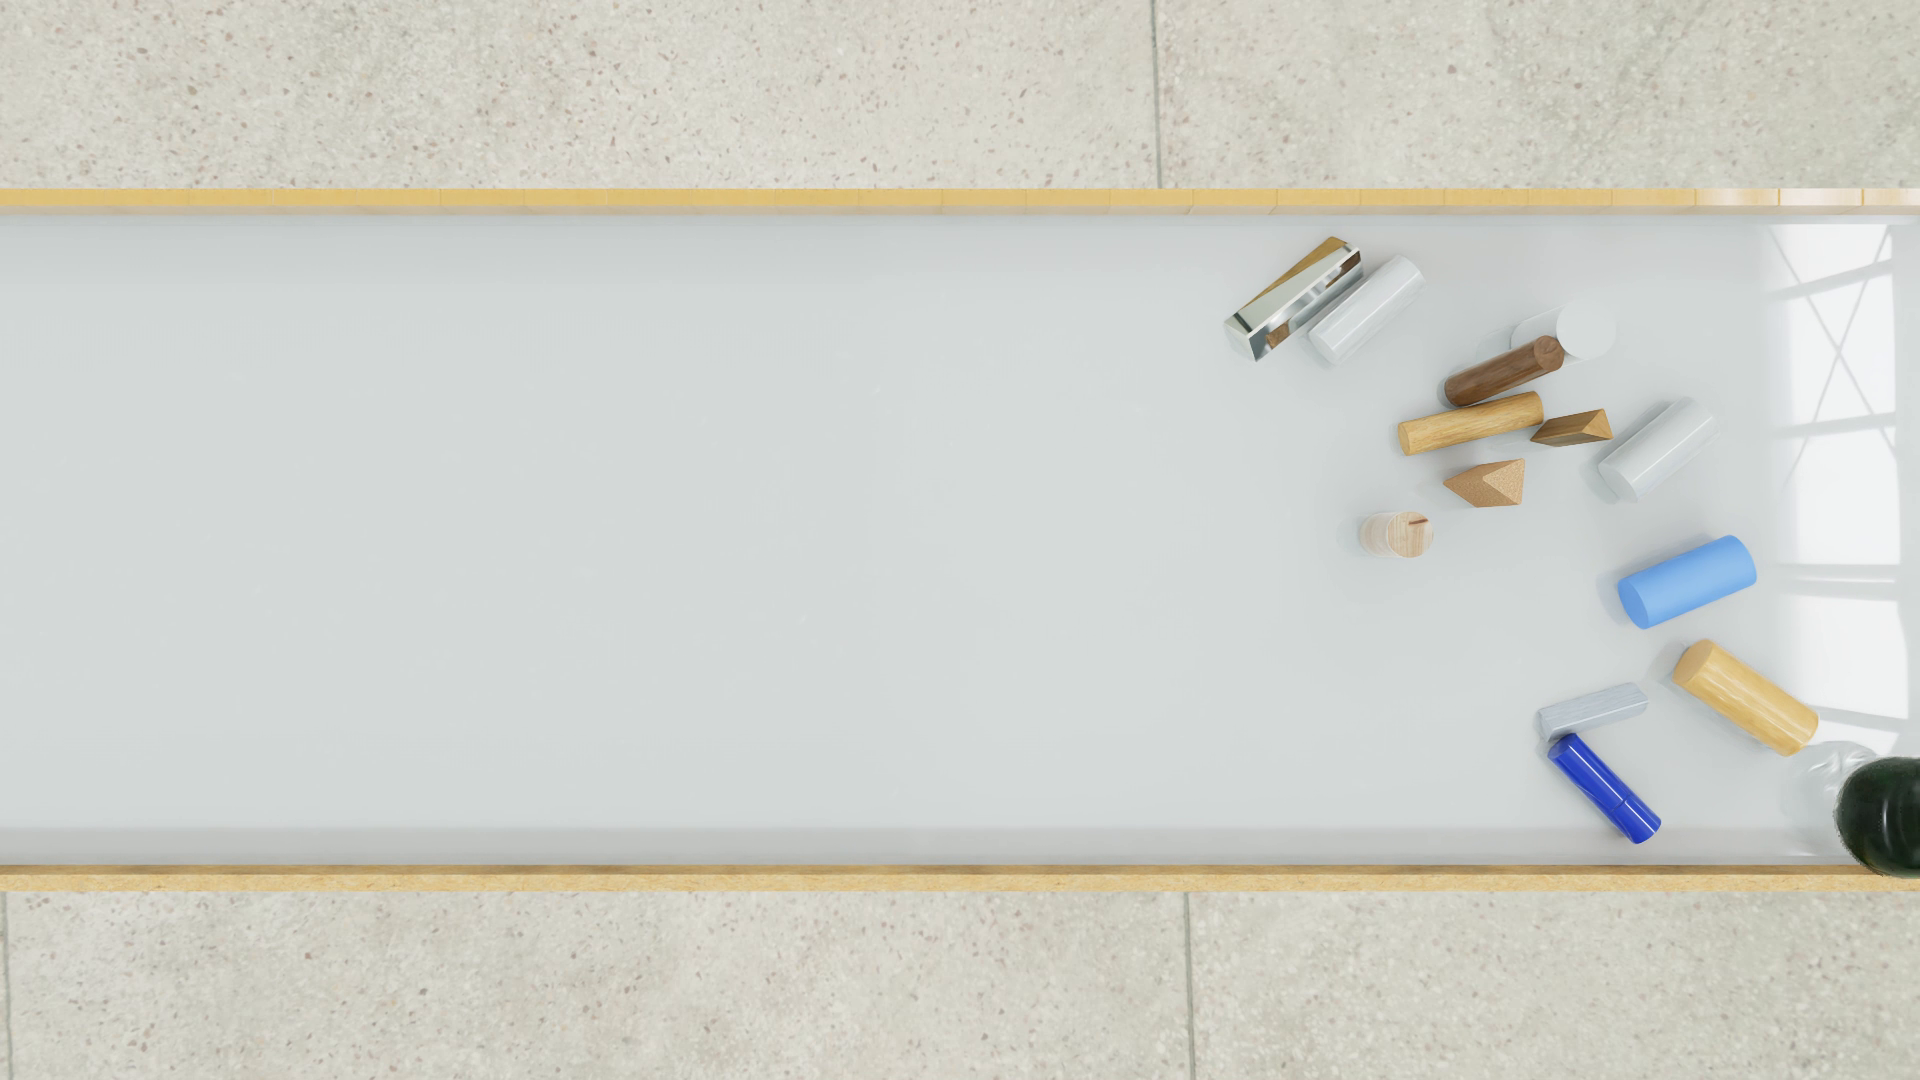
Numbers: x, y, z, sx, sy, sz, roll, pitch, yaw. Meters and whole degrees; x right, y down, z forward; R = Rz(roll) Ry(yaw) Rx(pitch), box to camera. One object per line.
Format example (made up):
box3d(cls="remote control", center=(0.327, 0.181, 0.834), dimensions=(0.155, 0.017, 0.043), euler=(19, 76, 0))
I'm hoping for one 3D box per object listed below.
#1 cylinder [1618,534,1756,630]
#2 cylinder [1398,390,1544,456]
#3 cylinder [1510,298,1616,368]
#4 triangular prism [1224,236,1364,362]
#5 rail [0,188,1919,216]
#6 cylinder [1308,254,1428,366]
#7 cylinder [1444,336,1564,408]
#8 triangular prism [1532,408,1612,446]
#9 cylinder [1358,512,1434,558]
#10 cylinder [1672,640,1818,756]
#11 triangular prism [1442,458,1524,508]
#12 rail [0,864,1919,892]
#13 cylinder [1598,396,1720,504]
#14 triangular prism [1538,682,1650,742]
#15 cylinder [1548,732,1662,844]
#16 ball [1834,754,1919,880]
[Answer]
box3d(cls="cylinder", center=(2.199, 0.128, 4.993), dimensions=(0.351, 0.167, 0.167), euler=(-22, 90, 0))
box3d(cls="cylinder", center=(1.554, -0.355, 5.024), dimensions=(0.416, 0.105, 0.105), euler=(-14, 90, 0))
box3d(cls="cylinder", center=(1.785, -0.602, 4.893), dimensions=(0.174, 0.363, 0.174), euler=(0, 89, -1))
box3d(cls="triangular prism", center=(1.026, -0.740, 5.005), dimensions=(0.425, 0.135, 0.156), euler=(-39, 90, 0))
box3d(cls="rail", center=(-2.247, -1.025, 5.002), dimensions=(12.000, 0.150, 0.050), euler=(0, 90, 0))
box3d(cls="cylinder", center=(1.237, -0.697, 5.007), dimensions=(0.352, 0.138, 0.138), euler=(-41, 90, 0))
box3d(cls="cylinder", center=(1.602, -0.494, 4.872), dimensions=(0.107, 0.400, 0.107), euler=(4, 78, -21))
box3d(cls="triangular prism", center=(1.806, -0.334, 4.864), dimensions=(0.089, 0.424, 0.077), euler=(12, 90, 0))
box3d(cls="cylinder", center=(1.295, -0.016, 4.911), dimensions=(0.135, 0.331, 0.135), euler=(0, 90, 0))
box3d(cls="cylinder", center=(2.378, 0.479, 4.995), dimensions=(0.392, 0.163, 0.163), euler=(34, 90, 0))
box3d(cls="triangular prism", center=(1.572, -0.184, 4.883), dimensions=(0.131, 0.386, 0.114), euler=(35, 90, 0))
box3d(cls="rail", center=(-2.247, 1.025, 5.001), dimensions=(12.000, 0.150, 0.050), euler=(0, 90, 0))
box3d(cls="cylinder", center=(2.117, -0.272, 4.996), dimensions=(0.320, 0.161, 0.161), euler=(-39, 90, 0))
box3d(cls="triangular prism", center=(1.939, 0.529, 5.031), dimensions=(0.306, 0.086, 0.099), euler=(-17, 90, 0))
box3d(cls="cylinder", center=(1.961, 0.756, 5.020), dimensions=(0.113, 0.113, 0.364), euler=(-45, 90, 0))
box3d(cls="ball", center=(2.801, 0.821, 4.894), dimensions=(0.364, 0.364, 0.364), euler=(0, 90, 0))
